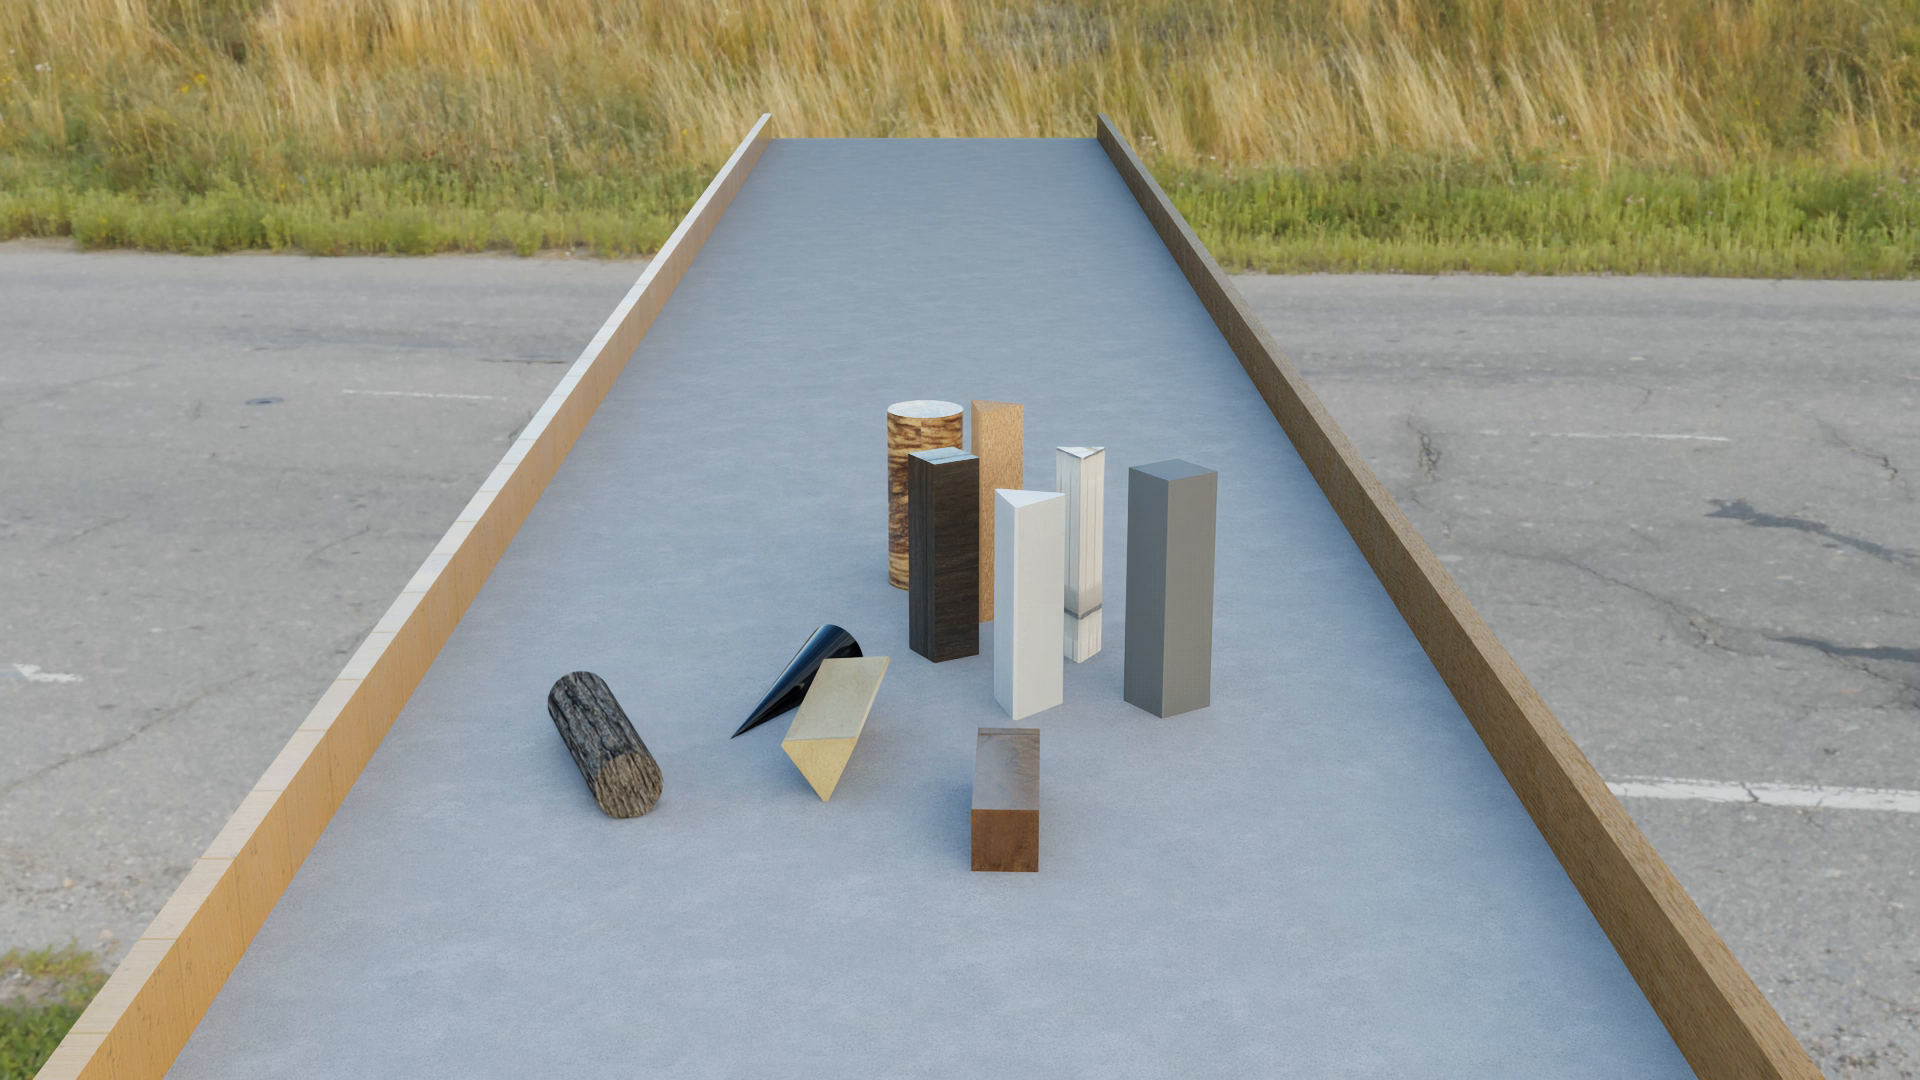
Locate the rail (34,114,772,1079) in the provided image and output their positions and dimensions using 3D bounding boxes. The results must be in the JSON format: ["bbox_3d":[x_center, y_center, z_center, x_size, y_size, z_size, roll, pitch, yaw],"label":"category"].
[{"bbox_3d":[-1.118,-0.838,7.780,0.050,0.150,12.000,0,17,-1],"label":"rail"}]

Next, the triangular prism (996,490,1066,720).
[{"bbox_3d":[0.108,0.114,4.122,0.114,0.412,0.132,16,23,42],"label":"triangular prism"}]

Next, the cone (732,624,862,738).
[{"bbox_3d":[-0.330,0.292,4.139,0.123,0.123,0.358,10,29,29],"label":"cone"}]

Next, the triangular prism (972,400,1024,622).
[{"bbox_3d":[0.057,-0.065,4.648,0.114,0.455,0.099,-13,21,-37],"label":"triangular prism"}]

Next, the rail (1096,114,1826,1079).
[{"bbox_3d":[0.932,-0.844,7.801,0.050,0.150,12.000,0,17,-1],"label":"rail"}]

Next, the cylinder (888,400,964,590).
[{"bbox_3d":[-0.076,-0.098,4.863,0.167,0.394,0.167,0,17,0],"label":"cylinder"}]

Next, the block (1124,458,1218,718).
[{"bbox_3d":[0.393,0.090,4.116,0.116,0.460,0.116,-11,20,-32],"label":"block"}]

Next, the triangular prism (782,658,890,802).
[{"bbox_3d":[-0.197,0.306,3.905,0.110,0.127,0.414,-33,10,14],"label":"triangular prism"}]

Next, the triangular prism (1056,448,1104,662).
[{"bbox_3d":[0.227,0.025,4.397,0.081,0.424,0.093,10,19,29],"label":"triangular prism"}]

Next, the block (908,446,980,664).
[{"bbox_3d":[-0.032,0.030,4.406,0.103,0.411,0.103,-10,19,-30],"label":"block"}]

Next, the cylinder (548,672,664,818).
[{"bbox_3d":[-0.624,0.352,3.840,0.116,0.116,0.424,-6,18,-20],"label":"cylinder"}]

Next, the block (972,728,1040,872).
[{"bbox_3d":[0.077,0.423,3.619,0.106,0.106,0.347,1,17,2],"label":"block"}]
